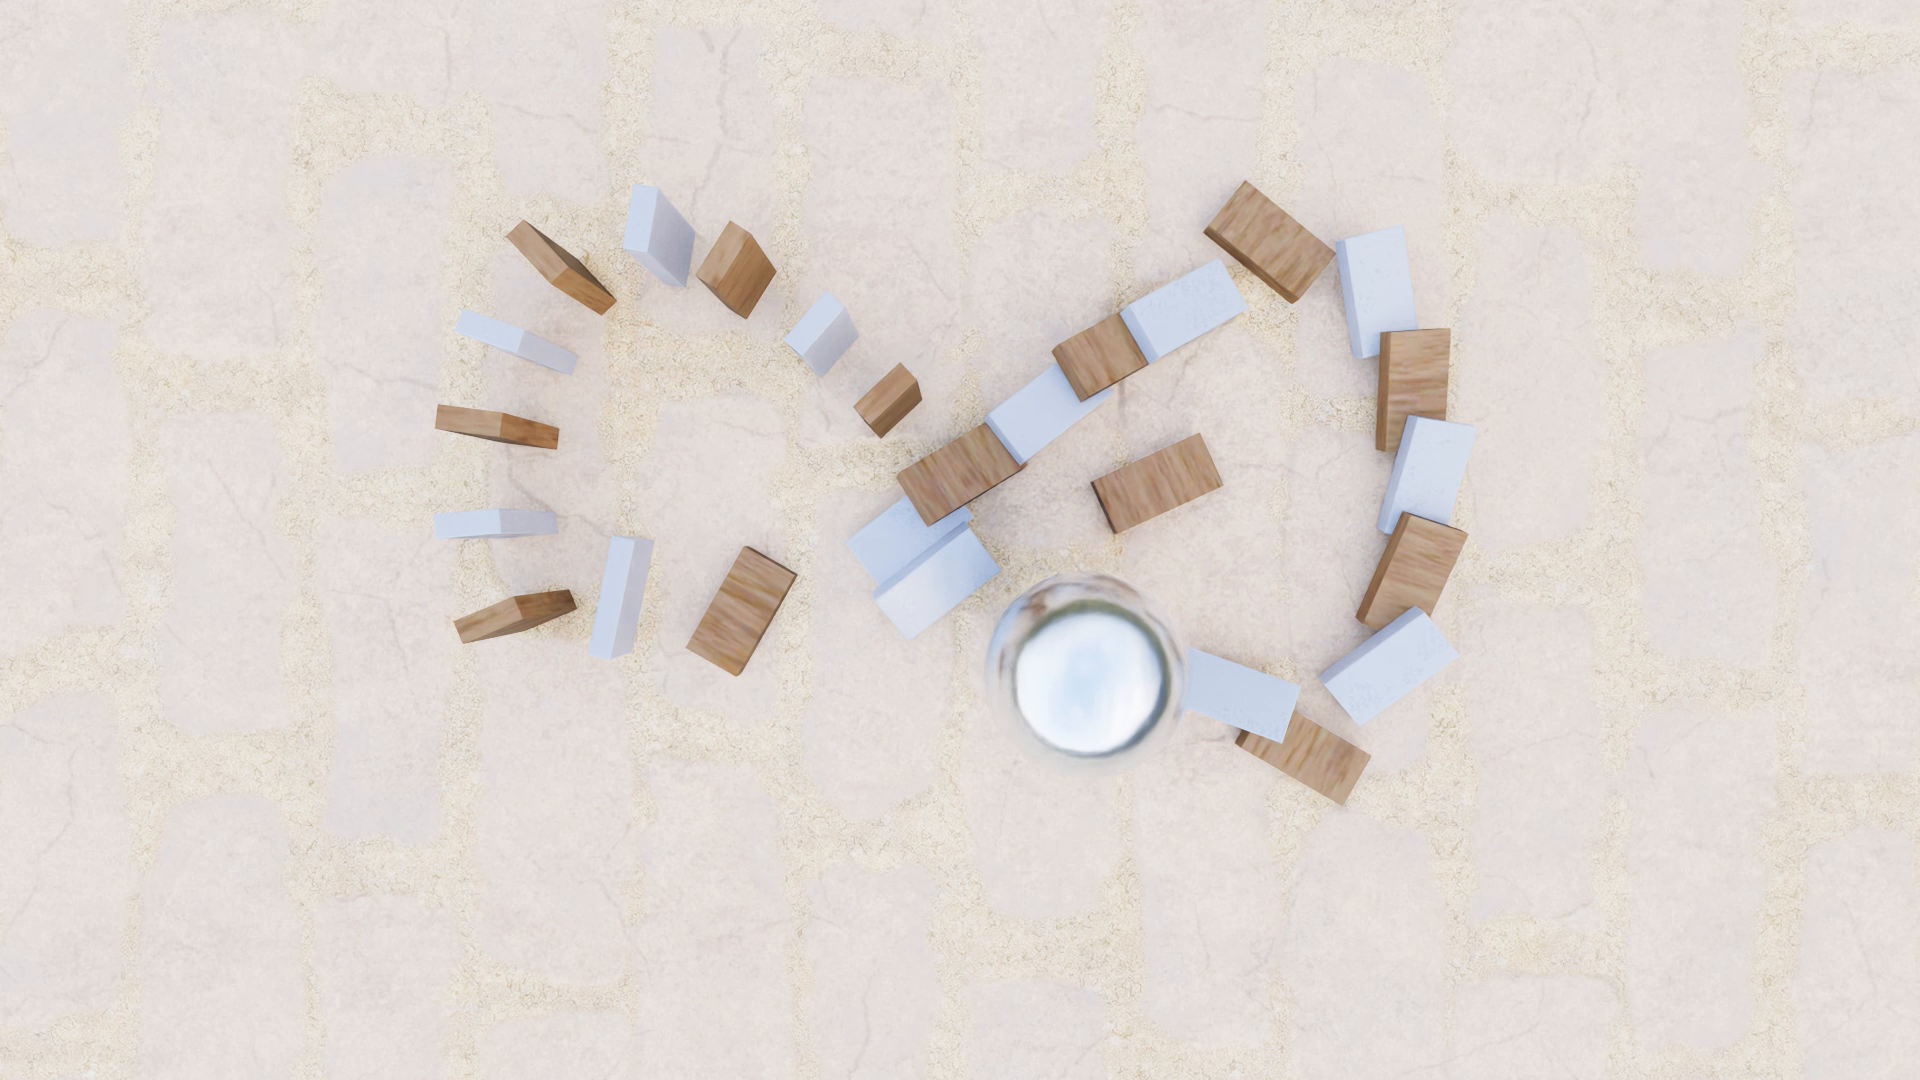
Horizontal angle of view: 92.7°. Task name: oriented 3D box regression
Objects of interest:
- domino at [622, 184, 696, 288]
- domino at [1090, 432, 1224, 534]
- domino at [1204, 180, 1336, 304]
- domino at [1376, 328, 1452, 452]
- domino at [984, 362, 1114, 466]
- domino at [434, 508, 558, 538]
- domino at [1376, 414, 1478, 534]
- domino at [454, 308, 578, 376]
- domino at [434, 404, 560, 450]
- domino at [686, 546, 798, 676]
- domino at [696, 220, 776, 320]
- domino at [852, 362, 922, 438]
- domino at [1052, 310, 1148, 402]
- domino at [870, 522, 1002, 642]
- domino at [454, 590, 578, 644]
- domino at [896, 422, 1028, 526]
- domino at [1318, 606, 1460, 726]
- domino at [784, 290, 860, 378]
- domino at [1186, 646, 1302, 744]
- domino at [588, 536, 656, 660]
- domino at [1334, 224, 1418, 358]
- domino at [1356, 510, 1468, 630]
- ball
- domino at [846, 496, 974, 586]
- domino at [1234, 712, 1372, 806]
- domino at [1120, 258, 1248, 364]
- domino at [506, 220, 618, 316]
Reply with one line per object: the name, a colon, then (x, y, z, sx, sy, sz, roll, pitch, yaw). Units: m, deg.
domino: (-0.122, -0.123, 0.375, 0.009, 0.050, 0.025, 10, 90, 0)
domino: (0.085, -0.024, 0.395, 0.050, 0.010, 0.025, -24, 90, 0)
domino: (0.133, -0.128, 0.395, 0.050, 0.010, 0.025, 39, 90, 0)
domino: (0.192, -0.064, 0.390, 0.025, 0.009, 0.050, -4, 103, 0)
domino: (0.038, -0.057, 0.390, 0.050, 0.009, 0.025, -38, 90, -13)
domino: (-0.188, -0.006, 0.375, 0.025, 0.050, 0.010, -5, 90, 0)
domino: (0.198, -0.026, 0.389, 0.025, 0.009, 0.050, 9, 106, 0)
domino: (-0.180, -0.080, 0.375, 0.025, 0.050, 0.009, 19, 90, 0)
domino: (-0.188, -0.046, 0.375, 0.025, 0.050, 0.009, 7, 90, 0)
domino: (-0.094, 0.031, 0.395, 0.025, 0.009, 0.050, 30, 90, 0)
domino: (-0.091, -0.109, 0.375, 0.009, 0.050, 0.025, 32, 90, 0)
domino: (-0.029, -0.056, 0.375, 0.025, 0.050, 0.009, -43, 90, 0)
domino: (0.067, -0.082, 0.389, 0.050, 0.010, 0.025, -30, 90, -15)
domino: (-0.010, 0.018, 0.391, 0.050, 0.010, 0.025, -38, 114, 0)
domino: (-0.180, 0.031, 0.375, 0.025, 0.050, 0.010, -23, 90, 0)
domino: (0.001, -0.029, 0.388, 0.050, 0.009, 0.025, -32, 88, -17)
domino: (0.181, 0.054, 0.389, 0.050, 0.010, 0.025, -40, 97, 11)
domino: (-0.056, -0.083, 0.375, 0.009, 0.050, 0.025, 42, 90, 0)
domino: (0.115, 0.065, 0.389, 0.050, 0.010, 0.025, 19, 88, 13)
domino: (-0.143, 0.024, 0.388, 0.009, 0.025, 0.050, 12, 90, 0)
domino: (0.178, -0.105, 0.390, 0.025, 0.009, 0.050, -15, 102, 0)
domino: (0.191, 0.016, 0.389, 0.025, 0.009, 0.050, 18, 104, 0)
ball: (0.049, 0.052, 0.360, 0.080, 0.080, 0.080, 0, 90, 0)
domino: (-0.022, -0.004, 0.395, 0.050, 0.009, 0.025, -37, 90, 0)
domino: (0.148, 0.090, 0.395, 0.050, 0.010, 0.025, 30, 90, 0)
domino: (0.095, -0.097, 0.388, 0.050, 0.010, 0.025, -30, 90, -17)
domino: (-0.162, -0.110, 0.375, 0.009, 0.050, 0.025, -43, 90, 0)
